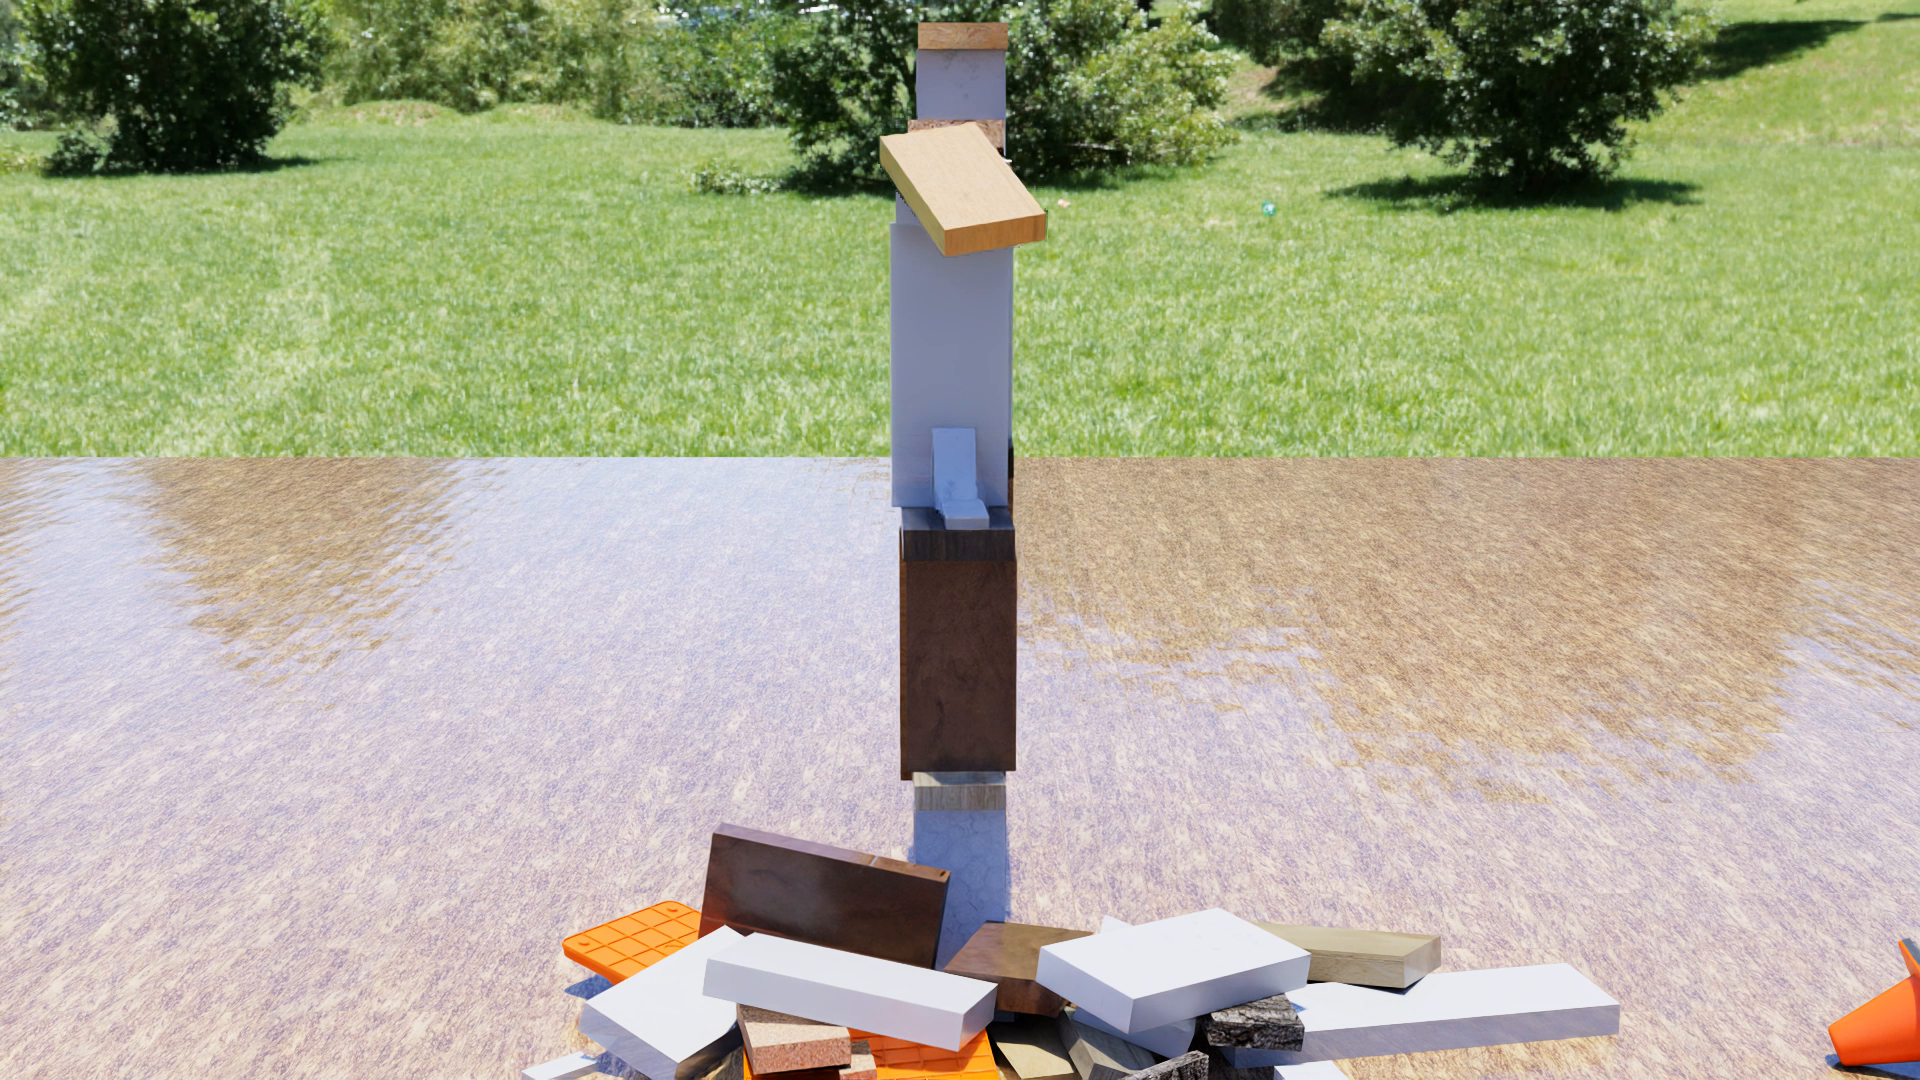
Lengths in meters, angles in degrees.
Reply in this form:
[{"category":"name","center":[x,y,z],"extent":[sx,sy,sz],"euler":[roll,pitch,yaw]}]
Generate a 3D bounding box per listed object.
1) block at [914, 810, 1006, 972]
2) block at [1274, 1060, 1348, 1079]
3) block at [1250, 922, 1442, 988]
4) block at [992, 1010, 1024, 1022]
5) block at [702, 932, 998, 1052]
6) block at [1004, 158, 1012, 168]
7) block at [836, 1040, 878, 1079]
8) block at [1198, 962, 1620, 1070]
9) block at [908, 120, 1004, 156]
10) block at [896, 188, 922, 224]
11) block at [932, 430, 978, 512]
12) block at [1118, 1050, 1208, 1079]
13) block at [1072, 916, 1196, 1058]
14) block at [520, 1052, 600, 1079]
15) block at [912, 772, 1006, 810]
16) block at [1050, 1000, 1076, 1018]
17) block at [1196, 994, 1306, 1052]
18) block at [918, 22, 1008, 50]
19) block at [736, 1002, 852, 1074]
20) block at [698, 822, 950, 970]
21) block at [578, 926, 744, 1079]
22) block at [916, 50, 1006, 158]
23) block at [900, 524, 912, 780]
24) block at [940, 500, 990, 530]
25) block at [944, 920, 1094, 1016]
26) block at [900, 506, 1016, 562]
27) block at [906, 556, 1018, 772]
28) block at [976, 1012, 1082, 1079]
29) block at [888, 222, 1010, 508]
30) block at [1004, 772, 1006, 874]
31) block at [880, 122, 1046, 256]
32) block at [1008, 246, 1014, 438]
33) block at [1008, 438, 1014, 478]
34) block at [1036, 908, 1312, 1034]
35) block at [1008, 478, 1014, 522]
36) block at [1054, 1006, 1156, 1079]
[{"category":"block","center":[-0.002,0.520,3.315],"extent":[0.134,0.267,0.038],"euler":[-2,11,-9]},{"category":"block","center":[0.476,0.727,2.871],"extent":[0.081,0.023,0.162],"euler":[-2,11,-12]},{"category":"block","center":[0.534,0.613,3.265],"extent":[0.319,0.045,0.159],"euler":[-2,1,31]},{"category":"block","center":[0.052,0.649,3.157],"extent":[0.109,0.031,0.218],"euler":[-2,1,16]},{"category":"block","center":[-0.144,0.600,2.933],"extent":[0.354,0.050,0.177],"euler":[9,3,15]},{"category":"block","center":[0.001,-0.567,3.400],"extent":[0.147,0.042,0.294],"euler":[0,11,-1]},{"category":"block","center":[-0.136,0.675,2.844],"extent":[0.047,0.013,0.094],"euler":[-8,11,-8]},{"category":"block","center":[0.634,0.670,3.112],"extent":[0.567,0.045,0.159],"euler":[-2,11,-12]},{"category":"block","center":[-0.005,-0.638,3.581],"extent":[0.147,0.042,0.380],"euler":[0,3,0]},{"category":"block","center":[-0.005,-0.526,3.432],"extent":[0.180,0.051,0.359],"euler":[0,11,0]},{"category":"block","center":[-0.008,-0.105,3.353],"extent":[0.063,0.127,0.018],"euler":[-1,-14,-4]},{"category":"block","center":[0.251,0.711,2.795],"extent":[0.162,0.081,0.023],"euler":[-9,14,-39]},{"category":"block","center":[0.258,0.632,3.121],"extent":[0.159,0.045,0.319],"euler":[21,11,5]},{"category":"block","center":[-0.538,0.715,2.960],"extent":[0.094,0.013,0.047],"euler":[-10,14,-43]},{"category":"block","center":[-0.006,0.355,3.366],"extent":[0.134,0.038,0.267],"euler":[0,11,-3]},{"category":"block","center":[0.161,0.656,3.144],"extent":[0.081,0.023,0.163],"euler":[15,5,6]},{"category":"block","center":[0.378,0.624,3.075],"extent":[0.125,0.035,0.317],"euler":[6,12,-8]},{"category":"block","center":[0.004,-0.898,3.946],"extent":[0.156,0.044,0.311],"euler":[0,10,-1]},{"category":"block","center":[-0.224,0.644,2.917],"extent":[0.125,0.035,0.250],"euler":[-4,6,-11]},{"category":"block","center":[-0.203,0.547,3.270],"extent":[0.354,0.177,0.050],"euler":[11,12,8]},{"category":"block","center":[-0.365,0.649,3.076],"extent":[0.162,0.046,0.325],"euler":[27,22,23]},{"category":"block","center":[0.002,-0.705,3.878],"extent":[0.156,0.311,0.044],"euler":[0,11,0]},{"category":"block","center":[-0.015,0.182,3.527],"extent":[0.164,0.412,0.046],"euler":[0,12,-1]},{"category":"block","center":[0.006,-0.037,3.265],"extent":[0.063,0.018,0.127],"euler":[-1,13,-4]},{"category":"block","center":[0.087,0.607,3.137],"extent":[0.162,0.046,0.325],"euler":[5,3,11]},{"category":"block","center":[-0.007,-0.022,3.369],"extent":[0.164,0.046,0.328],"euler":[0,11,-2]},{"category":"block","center":[0.002,0.182,3.294],"extent":[0.164,0.328,0.046],"euler":[0,11,-1]},{"category":"block","center":[0.104,0.699,2.999],"extent":[0.109,0.031,0.218],"euler":[-3,11,-15]},{"category":"block","center":[-0.017,-0.269,3.380],"extent":[0.180,0.434,0.051],"euler":[-1,12,-4]},{"category":"block","center":[-0.001,0.412,3.761],"extent":[0.158,0.316,0.045],"euler":[0,11,0]},{"category":"block","center":[0.001,-0.504,3.141],"extent":[0.147,0.042,0.294],"euler":[-11,39,-15]},{"category":"block","center":[-0.004,-0.347,3.595],"extent":[0.180,0.359,0.051],"euler":[0,13,0]},{"category":"block","center":[0.000,-0.155,3.681],"extent":[0.172,0.049,0.345],"euler":[0,11,0]},{"category":"block","center":[0.295,0.584,3.004],"extent":[0.354,0.050,0.177],"euler":[-3,16,-41]},{"category":"block","center":[0.000,0.129,3.617],"extent":[0.172,0.484,0.049],"euler":[0,10,0]},{"category":"block","center":[0.201,0.687,2.934],"extent":[0.109,0.031,0.218],"euler":[20,4,-11]}]
